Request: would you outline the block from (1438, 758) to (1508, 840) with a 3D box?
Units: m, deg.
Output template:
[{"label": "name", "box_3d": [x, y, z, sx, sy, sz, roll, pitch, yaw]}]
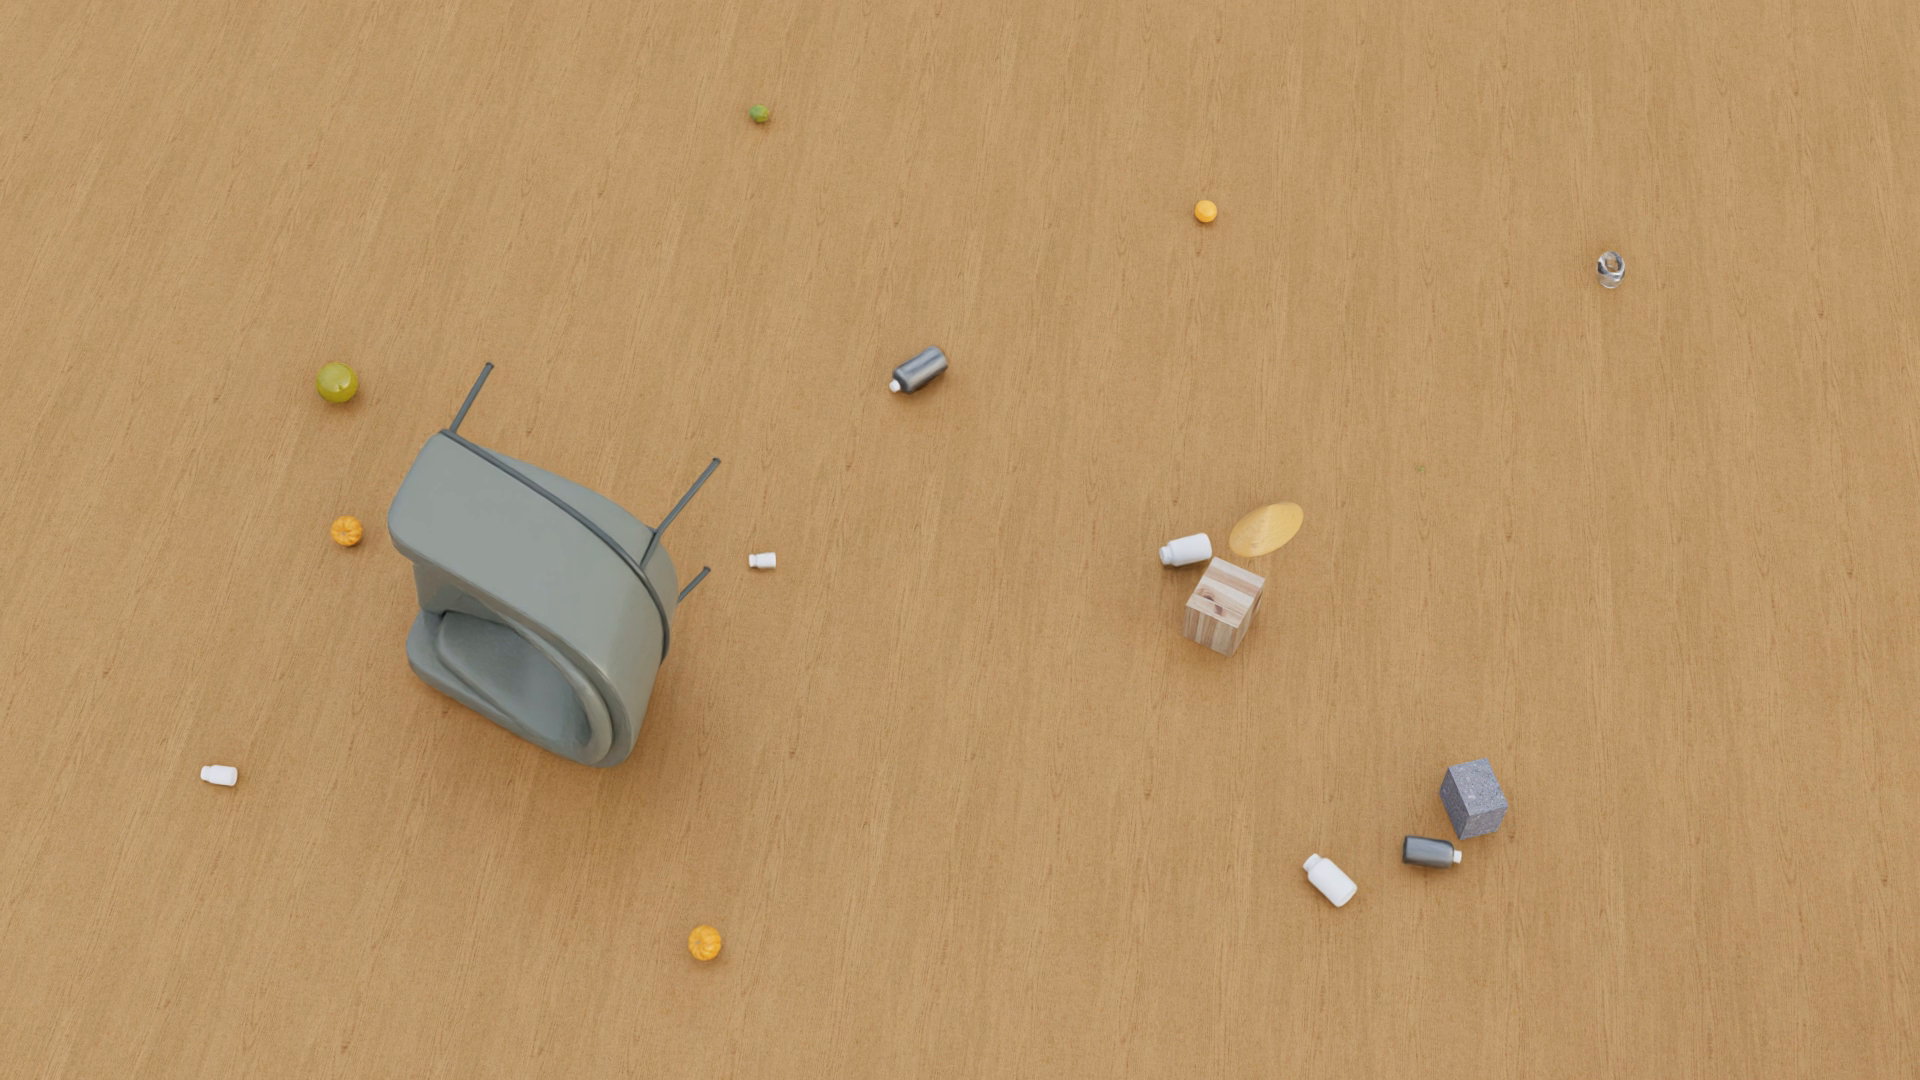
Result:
[{"label": "block", "box_3d": [1.402, 0.708, 6.008, 0.112, 0.150, 0.153, -12, 57, -8]}]

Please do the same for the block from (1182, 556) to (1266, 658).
[{"label": "block", "box_3d": [0.759, 0.194, 6.345, 0.161, 0.165, 0.190, 25, 60, 16]}]

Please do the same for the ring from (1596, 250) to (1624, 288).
[{"label": "ring", "box_3d": [2.110, -0.877, 7.129, 0.090, 0.057, 0.138, 5, 57, 5]}]

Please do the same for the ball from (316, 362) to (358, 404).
[{"label": "ball", "box_3d": [-1.934, -0.487, 6.823, 0.129, 0.129, 0.129, 0, 56, 0]}]

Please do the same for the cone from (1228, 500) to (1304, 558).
[{"label": "cone", "box_3d": [0.918, -0.069, 6.544, 0.273, 0.126, 0.151, -33, 62, -20]}]
